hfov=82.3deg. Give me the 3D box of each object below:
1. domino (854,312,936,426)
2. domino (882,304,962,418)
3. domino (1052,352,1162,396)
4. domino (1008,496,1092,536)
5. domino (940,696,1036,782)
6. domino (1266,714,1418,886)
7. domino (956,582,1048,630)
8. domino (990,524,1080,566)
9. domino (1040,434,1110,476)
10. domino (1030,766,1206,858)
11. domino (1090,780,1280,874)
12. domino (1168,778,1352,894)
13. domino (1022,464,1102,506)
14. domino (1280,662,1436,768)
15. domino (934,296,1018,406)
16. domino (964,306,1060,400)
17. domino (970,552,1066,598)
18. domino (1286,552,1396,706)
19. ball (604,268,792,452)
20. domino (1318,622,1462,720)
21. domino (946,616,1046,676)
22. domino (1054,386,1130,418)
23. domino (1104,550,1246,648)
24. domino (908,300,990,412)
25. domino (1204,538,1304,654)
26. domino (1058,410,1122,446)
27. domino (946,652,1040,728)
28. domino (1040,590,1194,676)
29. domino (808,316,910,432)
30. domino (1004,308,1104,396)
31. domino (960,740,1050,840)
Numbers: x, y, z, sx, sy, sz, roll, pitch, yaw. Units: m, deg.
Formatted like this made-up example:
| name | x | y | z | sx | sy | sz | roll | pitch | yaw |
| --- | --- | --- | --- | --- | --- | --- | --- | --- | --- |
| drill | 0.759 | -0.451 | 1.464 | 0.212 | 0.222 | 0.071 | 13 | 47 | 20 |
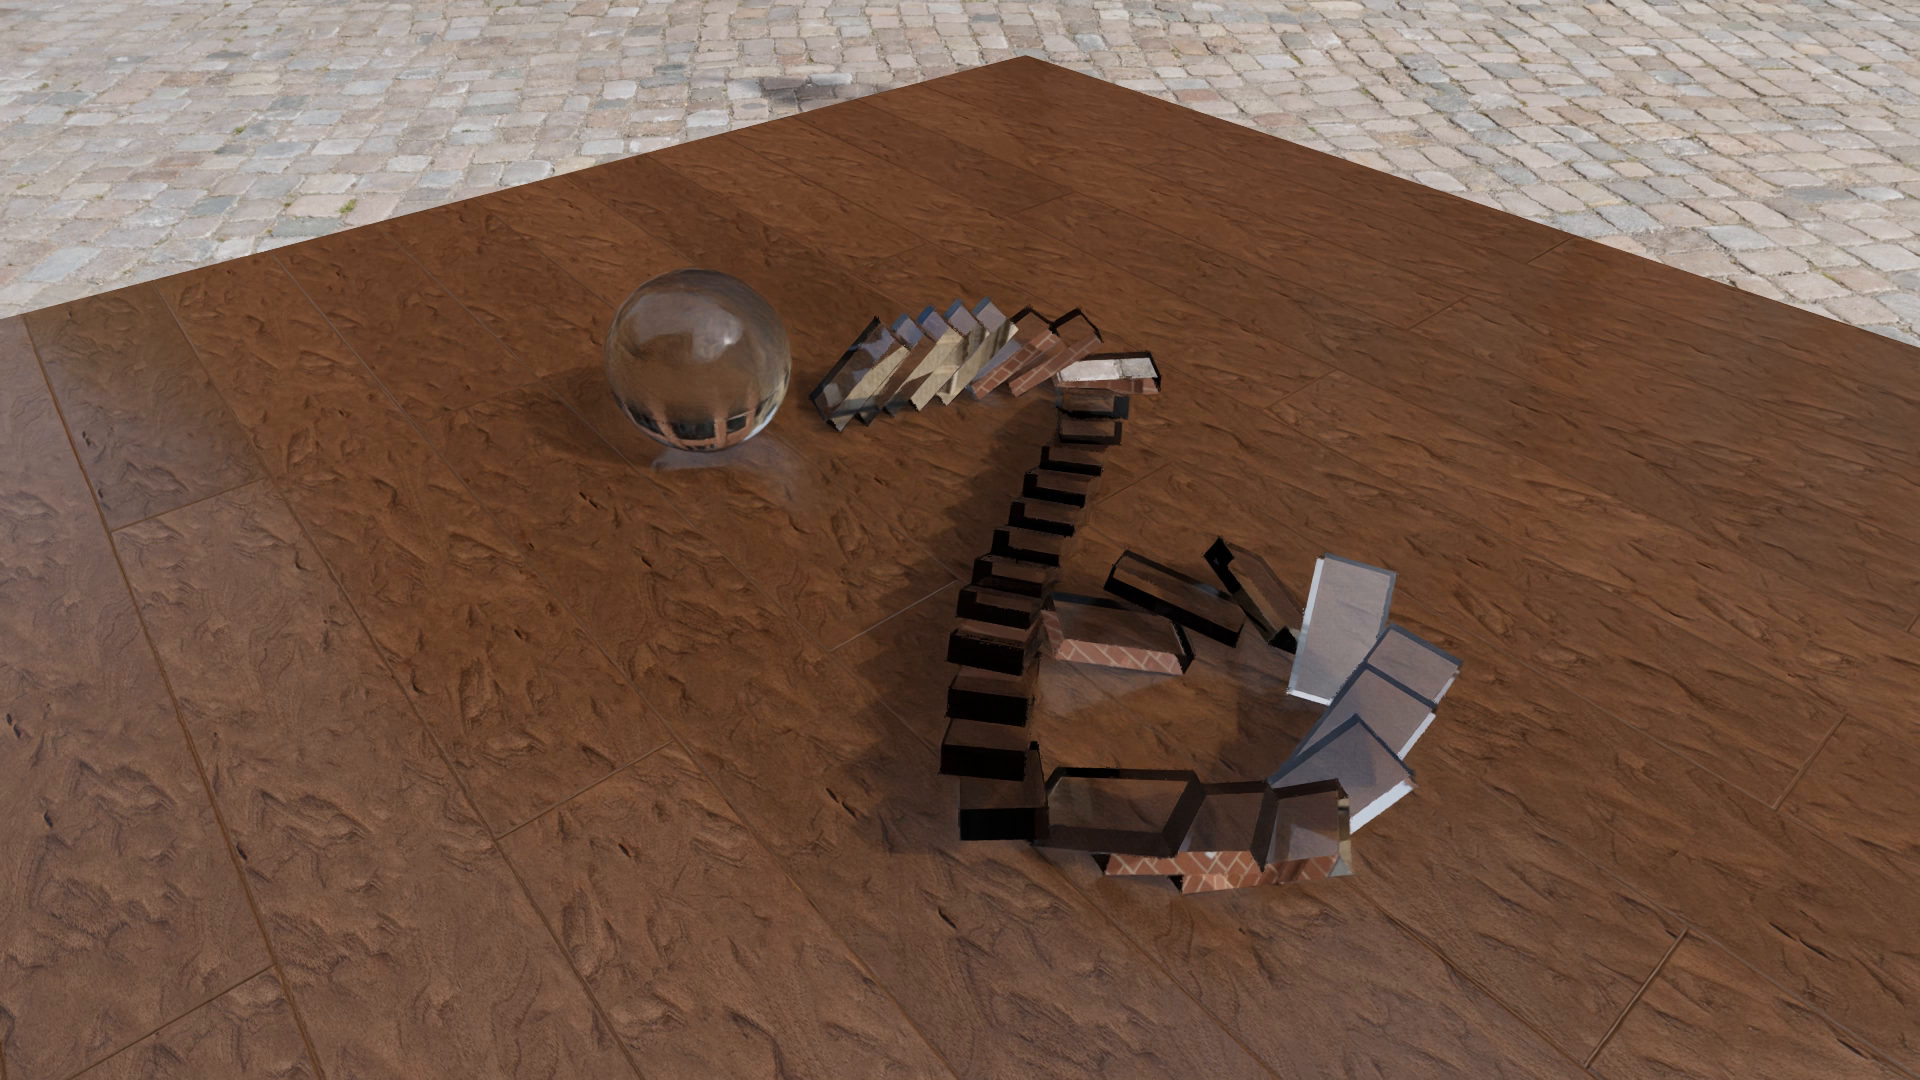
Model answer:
| name | x | y | z | sx | sy | sz | roll | pitch | yaw |
| --- | --- | --- | --- | --- | --- | --- | --- | --- | --- |
| domino | -0.035 | -0.080 | 0.516 | 0.050 | 0.010 | 0.025 | -47 | 43 | 13 |
| domino | -0.023 | -0.085 | 0.522 | 0.050 | 0.009 | 0.025 | -48 | 43 | 13 |
| domino | 0.071 | -0.082 | 0.543 | 0.050 | 0.009 | 0.025 | -3 | 39 | -4 |
| domino | 0.037 | -0.011 | 0.438 | 0.025 | 0.009 | 0.050 | 10 | 10 | 12 |
| domino | 0.010 | 0.061 | 0.351 | 0.025 | 0.009 | 0.050 | 4 | 12 | 7 |
| domino | 0.108 | 0.078 | 0.331 | 0.050 | 0.009 | 0.025 | -36 | 45 | 0 |
| domino | 0.017 | 0.021 | 0.397 | 0.025 | 0.009 | 0.050 | 10 | 7 | 12 |
| domino | 0.030 | 0.001 | 0.422 | 0.025 | 0.010 | 0.050 | 10 | 7 | 13 |
| domino | 0.050 | -0.037 | 0.471 | 0.025 | 0.010 | 0.050 | 8 | 12 | 9 |
| domino | 0.045 | 0.080 | 0.327 | 0.050 | 0.010 | 0.025 | -9 | 27 | 41 |
| domino | 0.065 | 0.084 | 0.321 | 0.050 | 0.010 | 0.025 | -13 | 31 | 36 |
| domino | 0.086 | 0.086 | 0.318 | 0.050 | 0.009 | 0.025 | -18 | 34 | 30 |
| domino | 0.043 | -0.024 | 0.455 | 0.025 | 0.010 | 0.050 | 10 | 12 | 12 |
| domino | 0.124 | 0.065 | 0.346 | 0.025 | 0.009 | 0.050 | 35 | 78 | 35 |
| domino | 0.003 | -0.091 | 0.531 | 0.050 | 0.009 | 0.025 | -46 | 43 | 11 |
| domino | 0.021 | -0.092 | 0.538 | 0.050 | 0.010 | 0.025 | -37 | 43 | -4 |
| domino | 0.023 | 0.011 | 0.407 | 0.025 | 0.010 | 0.050 | 10 | 7 | 13 |
| domino | 0.132 | 0.032 | 0.380 | 0.025 | 0.010 | 0.050 | 16 | 76 | 4 |
| ball | -0.114 | -0.079 | 0.484 | 0.080 | 0.080 | 0.080 | 0 | 39 | 0 |
| domino | 0.139 | 0.054 | 0.360 | 0.025 | 0.009 | 0.050 | 34 | 77 | 32 |
| domino | 0.014 | 0.034 | 0.384 | 0.025 | 0.009 | 0.050 | 10 | 11 | 12 |
| domino | 0.059 | -0.063 | 0.502 | 0.025 | 0.009 | 0.050 | 1 | 12 | -4 |
| domino | 0.080 | 0.021 | 0.404 | 0.050 | 0.009 | 0.025 | 24 | 21 | 13 |
| domino | -0.010 | -0.088 | 0.526 | 0.050 | 0.010 | 0.025 | -46 | 43 | 13 |
| domino | 0.113 | 0.021 | 0.408 | 0.025 | 0.010 | 0.050 | 20 | 28 | -33 |
| domino | 0.057 | -0.050 | 0.487 | 0.025 | 0.009 | 0.050 | 3 | 12 | 2 |
| domino | 0.012 | 0.048 | 0.368 | 0.025 | 0.009 | 0.050 | 6 | 12 | 8 |
| domino | 0.056 | 0.033 | 0.392 | 0.050 | 0.010 | 0.025 | 9 | 37 | -17 |
| domino | -0.048 | -0.077 | 0.513 | 0.050 | 0.009 | 0.025 | -47 | 43 | 13 |
| domino | 0.043 | -0.093 | 0.541 | 0.050 | 0.010 | 0.025 | -30 | 43 | 2 |
| domino | 0.013 | 0.075 | 0.334 | 0.025 | 0.010 | 0.050 | -1 | 11 | 0 |
